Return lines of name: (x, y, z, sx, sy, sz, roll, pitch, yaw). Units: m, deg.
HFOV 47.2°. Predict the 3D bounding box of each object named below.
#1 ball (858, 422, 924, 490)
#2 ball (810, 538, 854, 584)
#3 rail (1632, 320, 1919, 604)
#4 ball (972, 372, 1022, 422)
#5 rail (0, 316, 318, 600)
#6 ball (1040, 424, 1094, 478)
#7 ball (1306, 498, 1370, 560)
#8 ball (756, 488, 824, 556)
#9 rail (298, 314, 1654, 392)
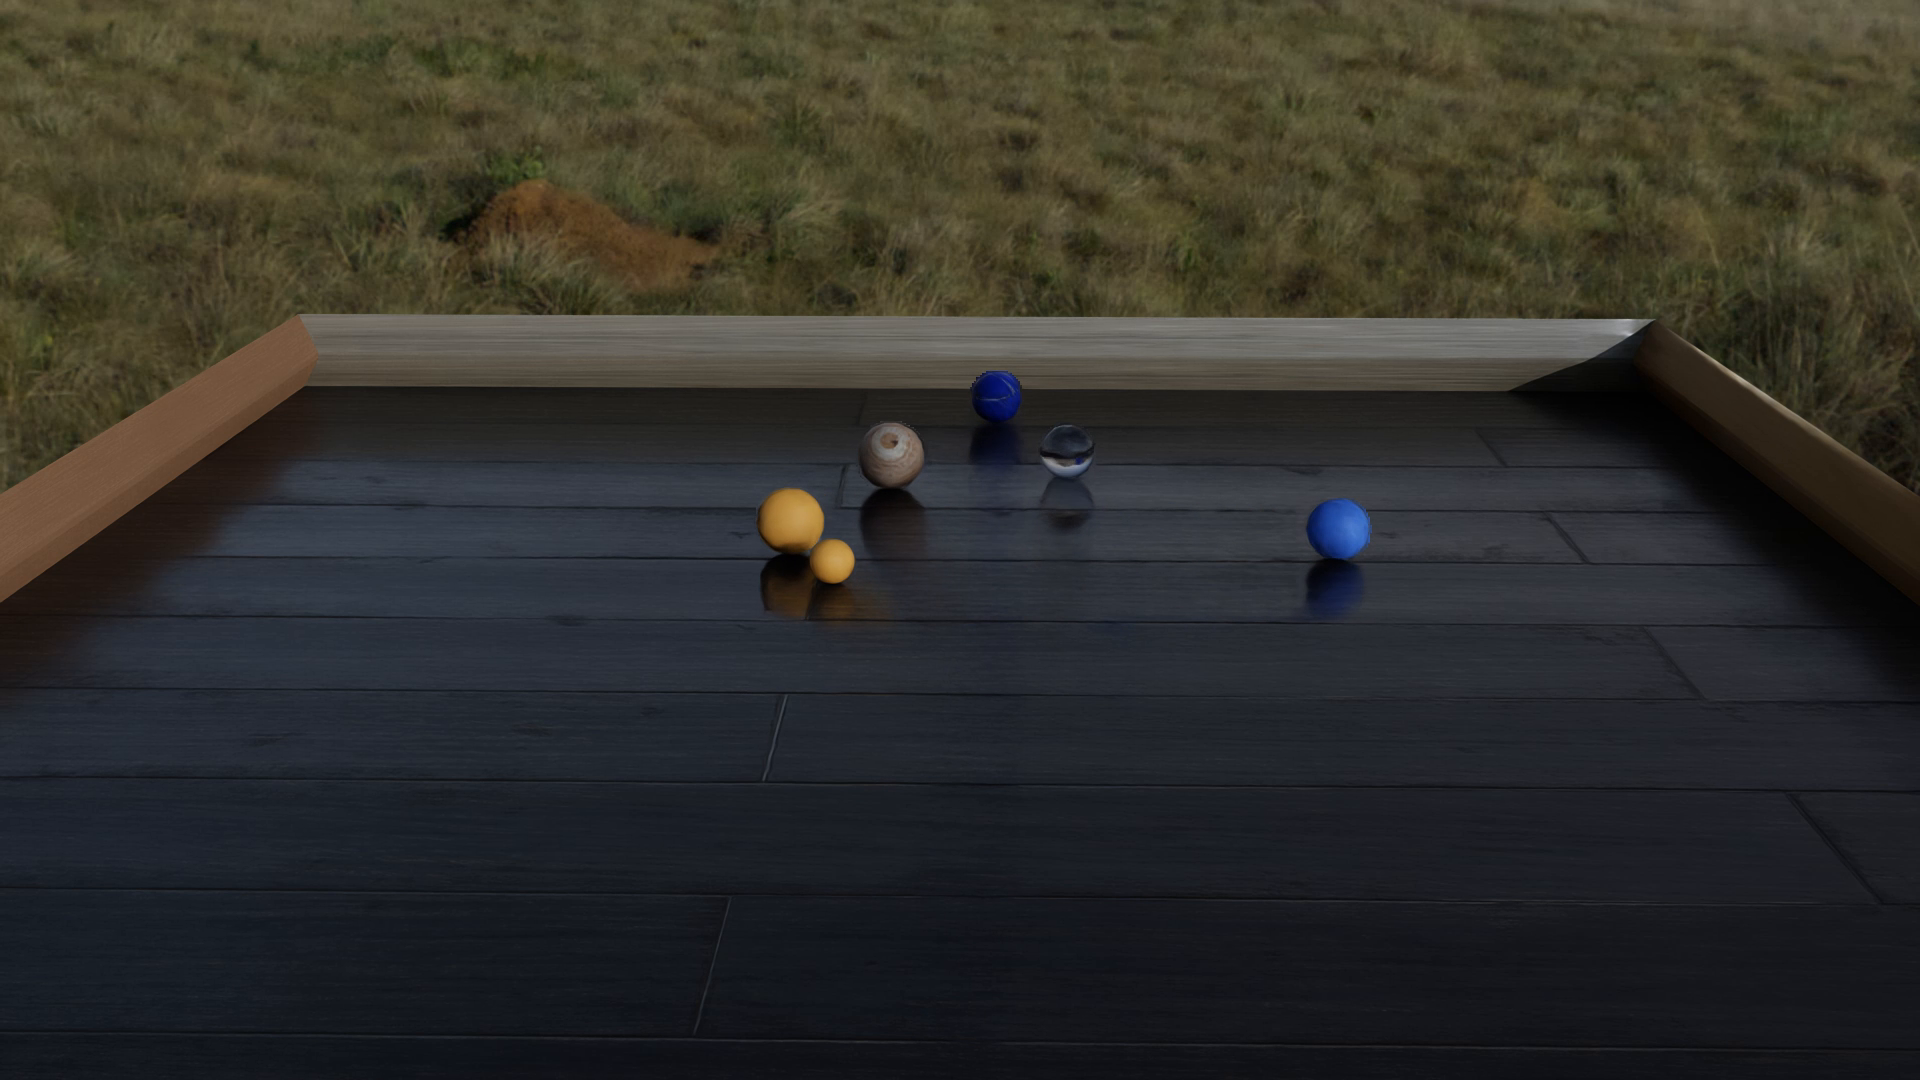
ball: (-0.101, -0.123, 3.211, 0.097, 0.097, 0.097, 0, 17, 0)
ball: (-0.161, 0.027, 2.778, 0.057, 0.057, 0.057, 0, 17, 0)
rail: (1.136, 0.288, 1.774, 0.045, 0.127, 4.277, 0, 17, 1)
ball: (0.060, -0.234, 3.612, 0.082, 0.082, 0.082, 0, 17, 0)
rail: (-1.179, 0.275, 1.818, 0.045, 0.127, 4.277, 0, 17, 1)
ball: (0.159, -0.131, 3.270, 0.080, 0.080, 0.080, 0, 17, 0)
ball: (0.494, -0.014, 2.875, 0.081, 0.081, 0.081, 0, 17, 0)
ball: (-0.223, -0.024, 2.895, 0.089, 0.089, 0.089, 0, 17, 0)
rail: (0.021, -0.321, 3.822, 2.363, 0.127, 0.045, 0, 17, 1)
